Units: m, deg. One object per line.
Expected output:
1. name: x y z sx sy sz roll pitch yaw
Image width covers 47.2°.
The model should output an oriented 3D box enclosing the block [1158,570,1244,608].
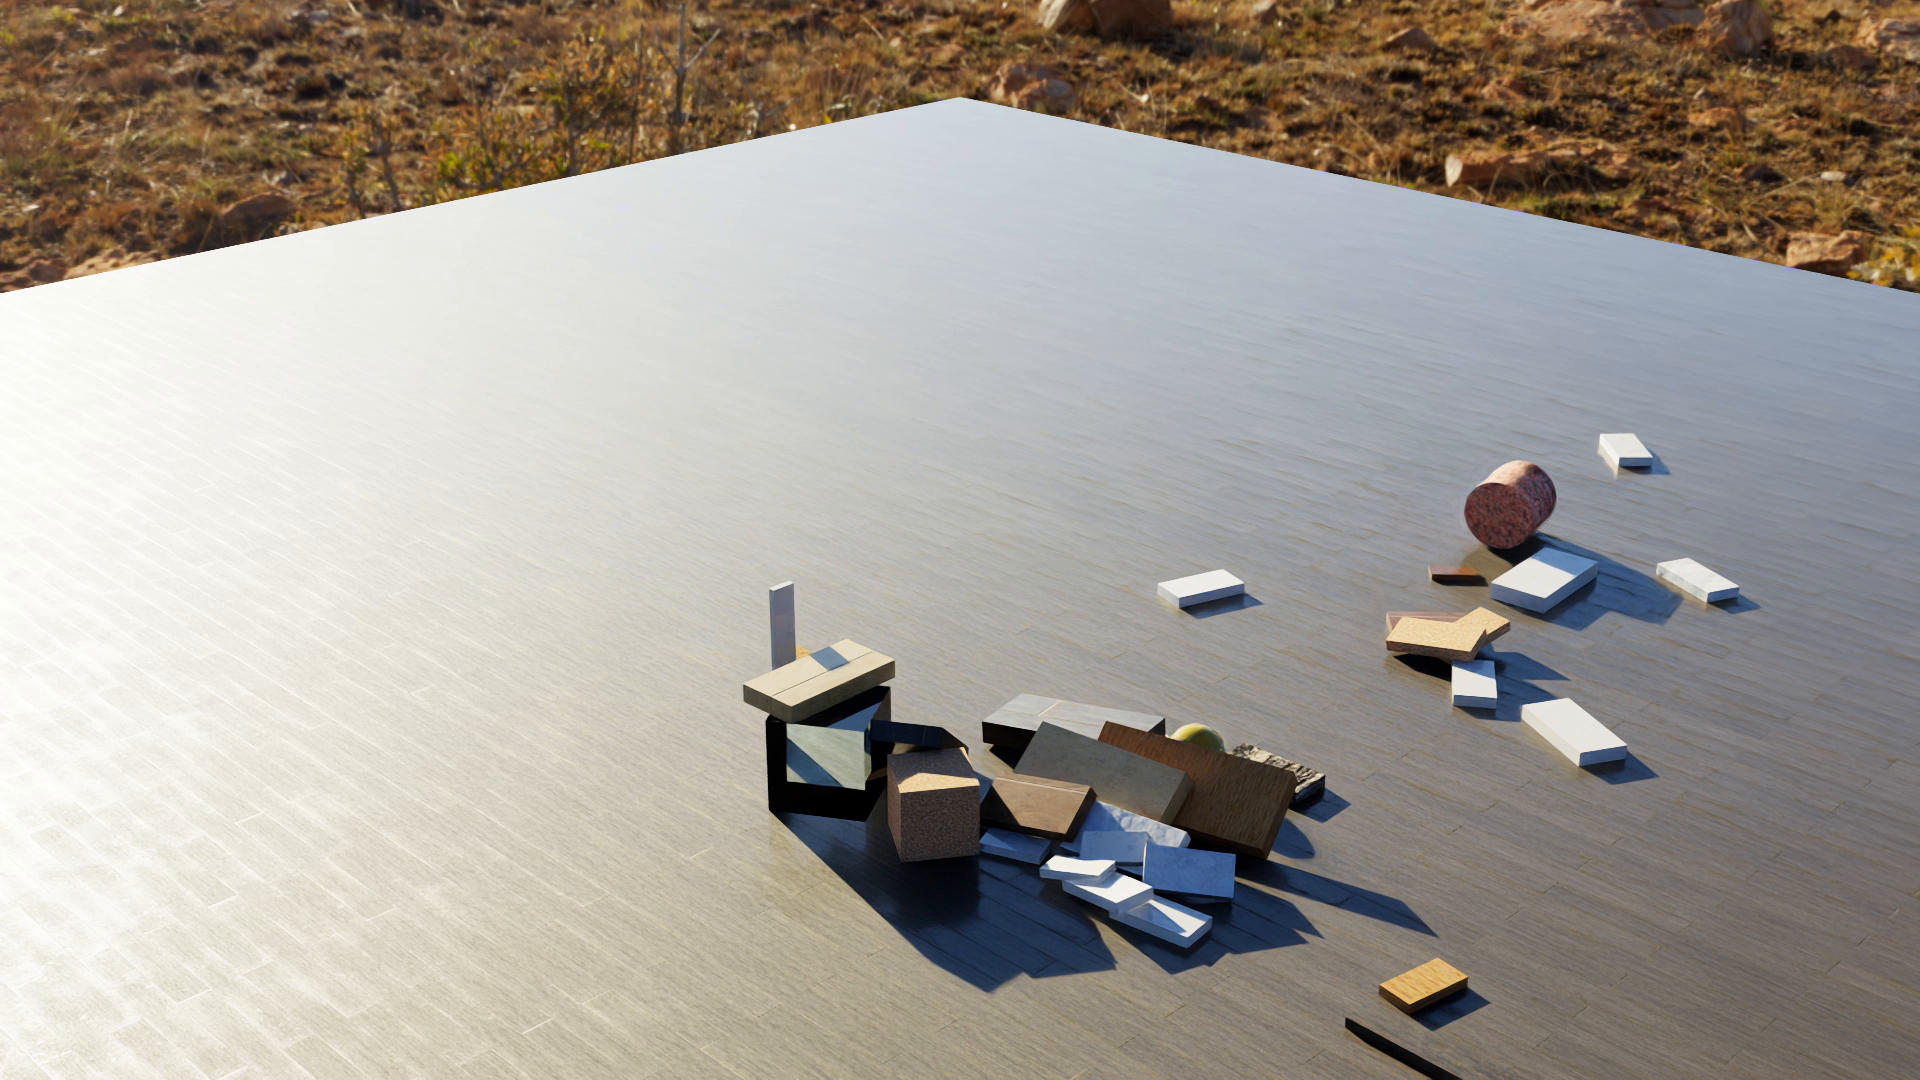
1. block: 0.597 0.119 5.445 0.192 0.027 0.096 -11 26 -25

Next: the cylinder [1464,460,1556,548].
1. cylinder: 1.438 -0.093 5.746 0.183 0.183 0.183 14 27 30

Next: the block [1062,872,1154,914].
1. block: 0.277 0.656 4.136 0.086 0.024 0.171 -18 17 -31

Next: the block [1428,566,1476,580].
1. block: 1.241 0.083 5.545 0.112 0.016 0.056 1 23 3

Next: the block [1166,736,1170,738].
1. block: 0.354 0.469 4.619 0.251 0.029 0.103 -13 26 -28

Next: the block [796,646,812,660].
1. block: -0.363 0.277 5.088 0.056 0.016 0.112 -17 28 -34

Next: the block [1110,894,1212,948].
1. block: 0.372 0.700 4.080 0.171 0.024 0.085 17 28 34

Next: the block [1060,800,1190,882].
1. block: 0.320 0.587 4.258 0.229 0.032 0.114 16 64 33

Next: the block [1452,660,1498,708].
1. block: 1.160 0.323 4.967 0.094 0.027 0.188 4 23 10

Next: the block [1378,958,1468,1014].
1. block: 0.818 0.786 3.881 0.146 0.021 0.073 -15 27 -32

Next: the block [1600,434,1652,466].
1. block: 1.919 -0.260 6.340 0.096 0.027 0.192 0 23 0

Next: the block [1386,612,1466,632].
1. block: 1.119 0.204 5.247 0.188 0.027 0.094 1 23 2

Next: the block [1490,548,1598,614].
1. block: 1.455 0.098 5.476 0.145 0.041 0.290 18 29 37

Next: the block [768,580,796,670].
1. block: -0.381 0.249 4.750 0.016 0.330 0.056 21 31 41

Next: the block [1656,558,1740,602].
1. block: 1.841 0.100 5.492 0.096 0.027 0.192 -9 25 -20

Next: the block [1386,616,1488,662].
1. block: 1.106 0.230 5.106 0.205 0.029 0.103 7 34 33

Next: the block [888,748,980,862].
1. block: -0.053 0.521 4.334 0.155 0.155 0.155 -4 23 -10

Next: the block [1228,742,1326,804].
1. block: 0.645 0.486 4.578 0.205 0.029 0.103 20 30 39

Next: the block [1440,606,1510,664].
1. block: 1.185 0.224 5.144 0.188 0.027 0.094 -27 33 -23

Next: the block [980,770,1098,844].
1. block: 0.149 0.527 4.353 0.229 0.032 0.114 5 52 39

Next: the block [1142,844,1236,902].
1. block: 0.433 0.629 4.160 0.171 0.024 0.086 7 65 1

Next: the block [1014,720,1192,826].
1. block: 0.273 0.497 4.405 0.349 0.049 0.175 17 65 35

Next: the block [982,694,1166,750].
1. block: 0.242 0.405 4.690 0.349 0.049 0.175 8 21 30

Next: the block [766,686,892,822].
1. block: -0.266 0.425 4.497 0.204 0.204 0.204 5 24 12

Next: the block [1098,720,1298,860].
1. block: 0.449 0.497 4.403 0.415 0.049 0.175 13 63 28

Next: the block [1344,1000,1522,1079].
1. block: 0.806 0.867 3.690 0.073 0.021 0.341 -20 30 -39

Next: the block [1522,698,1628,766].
1. block: 1.324 0.413 4.746 0.114 0.032 0.229 -7 24 -16

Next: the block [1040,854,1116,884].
1. block: 0.224 0.628 4.190 0.130 0.018 0.065 1 18 34

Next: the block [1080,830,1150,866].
1. block: 0.297 0.593 4.230 0.130 0.018 0.065 -3 55 23

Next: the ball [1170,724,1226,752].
1. ball: 0.489 0.442 4.563 0.122 0.122 0.122 0 23 0

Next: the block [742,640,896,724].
1. block: -0.287 0.288 4.506 0.145 0.041 0.290 20 30 39

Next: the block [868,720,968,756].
1. block: -0.082 0.418 4.513 0.145 0.041 0.294 5 -12 12

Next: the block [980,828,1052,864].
1. block: 0.108 0.601 4.321 0.131 0.018 0.065 10 25 22
